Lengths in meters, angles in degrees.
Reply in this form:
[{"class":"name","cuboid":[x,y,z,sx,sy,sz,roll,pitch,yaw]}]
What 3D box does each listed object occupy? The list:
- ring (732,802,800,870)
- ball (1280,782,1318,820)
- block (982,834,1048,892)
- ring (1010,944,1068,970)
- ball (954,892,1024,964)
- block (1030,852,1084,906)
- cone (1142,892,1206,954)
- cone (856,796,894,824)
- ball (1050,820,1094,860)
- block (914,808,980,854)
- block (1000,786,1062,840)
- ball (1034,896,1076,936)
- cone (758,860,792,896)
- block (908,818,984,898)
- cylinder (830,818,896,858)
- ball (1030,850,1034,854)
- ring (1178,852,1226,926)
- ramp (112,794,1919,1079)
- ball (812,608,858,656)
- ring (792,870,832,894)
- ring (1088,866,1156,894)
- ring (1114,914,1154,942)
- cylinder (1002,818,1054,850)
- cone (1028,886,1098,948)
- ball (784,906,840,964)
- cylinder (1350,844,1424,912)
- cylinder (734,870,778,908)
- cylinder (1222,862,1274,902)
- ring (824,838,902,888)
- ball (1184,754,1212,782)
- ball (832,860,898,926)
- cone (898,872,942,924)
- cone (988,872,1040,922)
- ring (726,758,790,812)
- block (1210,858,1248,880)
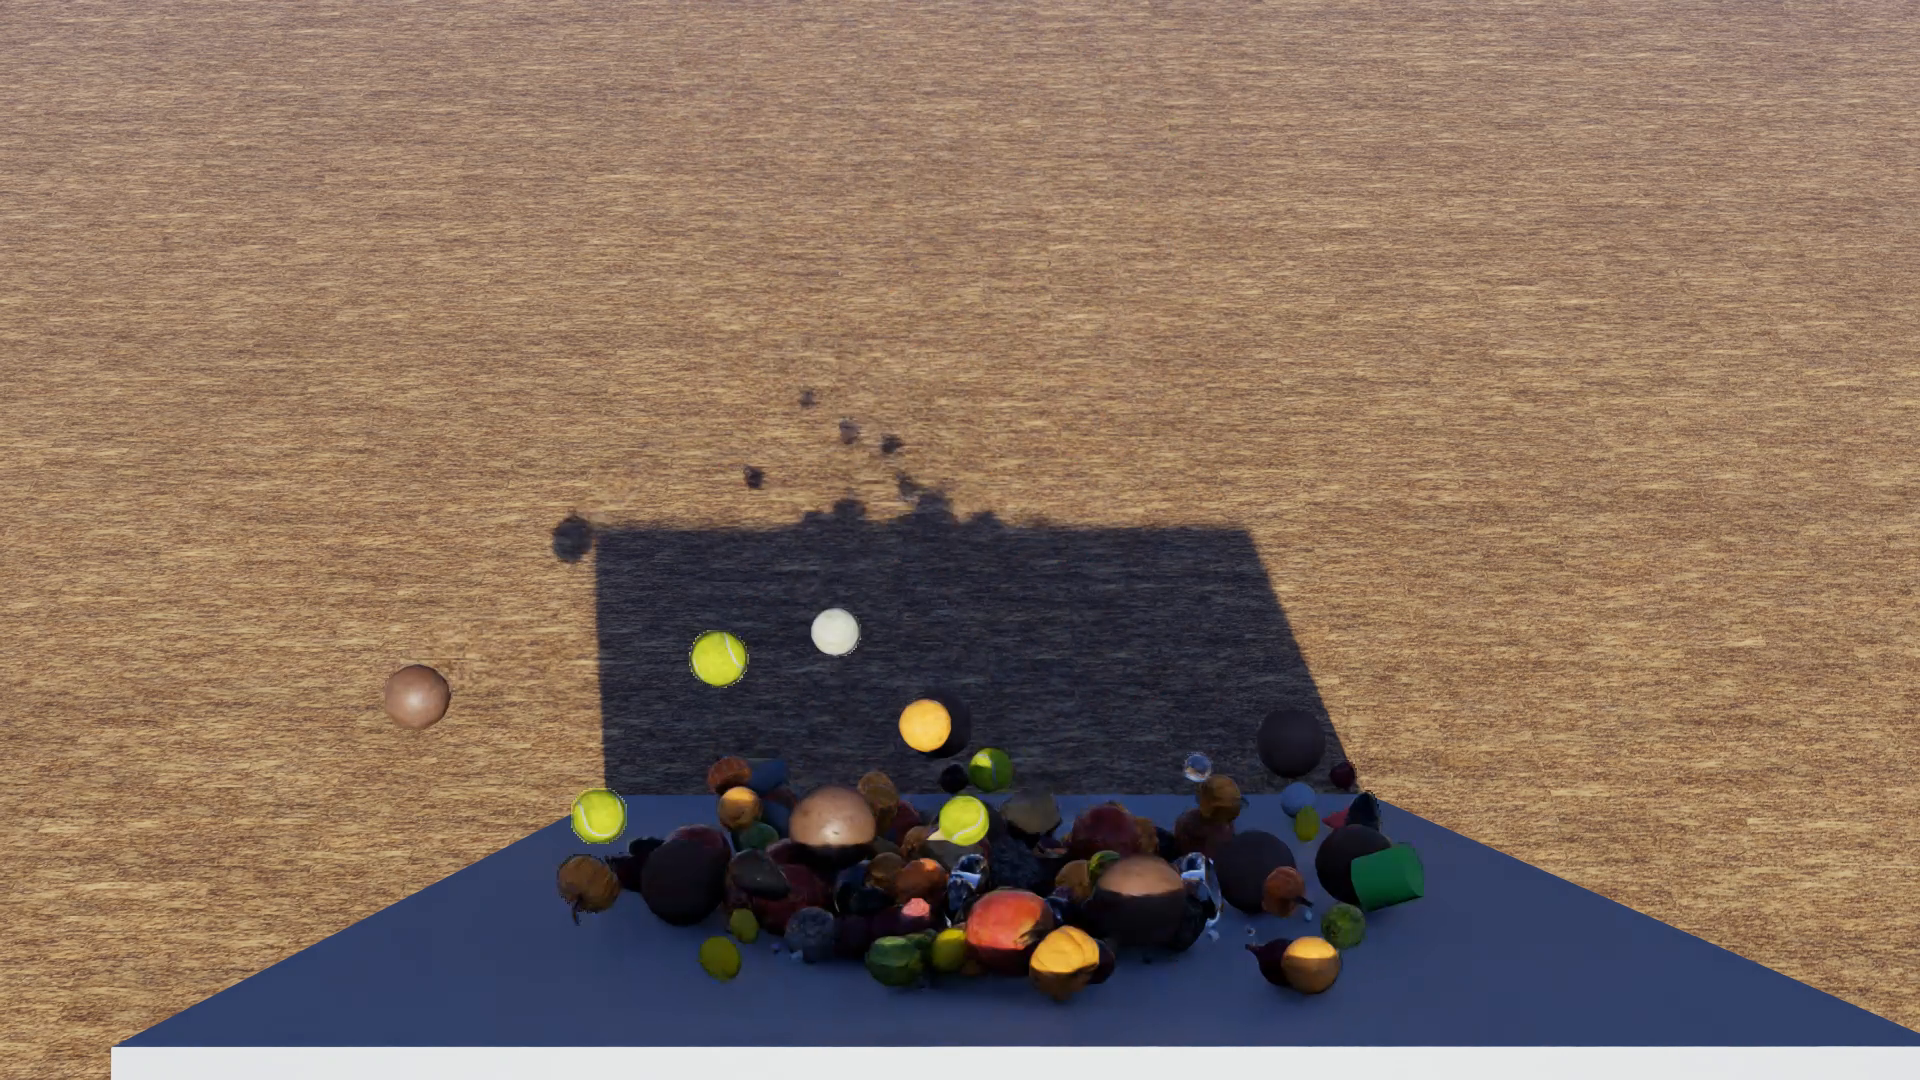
[{"class":"ring","cuboid":[-0.318,0.485,4.255,0.115,0.115,0.038,7,5,10]},{"class":"ball","cuboid":[0.784,0.603,6.012,0.085,0.085,0.085,0,35,0]},{"class":"block","cuboid":[0.066,0.521,4.050,0.088,0.088,0.088,55,17,12]},{"class":"ring","cuboid":[0.105,0.557,3.464,0.079,0.026,0.079,-5,-2,0]},{"class":"ball","cuboid":[0.038,0.514,3.442,0.093,0.093,0.093,0,35,0]},{"class":"block","cuboid":[0.143,0.552,4.210,0.080,0.080,0.080,1,-2,-34]},{"class":"cone","cuboid":[0.304,0.552,3.614,0.090,0.090,0.090,-2,22,-2]},{"class":"cone","cuboid":[-0.173,0.601,5.547,0.087,0.087,0.087,-8,16,-11]},{"class":"ball","cuboid":[0.213,0.573,4.938,0.081,0.081,0.081,0,35,0]},{"class":"block","cuboid":[-0.024,0.571,5.038,0.091,0.091,0.091,-2,-2,45]},{"class":"block","cuboid":[0.101,0.387,3.675,0.052,0.052,0.052,-15,12,39]},{"class":"ball","cuboid":[0.132,0.523,3.614,0.056,0.056,0.056,0,35,0]},{"class":"cone","cuboid":[-0.302,0.543,4.072,0.058,0.058,0.058,19,41,-17]},{"class":"block","cuboid":[-0.021,0.466,3.801,0.068,0.068,0.068,44,46,12]},{"class":"cylinder","cuboid":[-0.177,0.554,4.718,0.092,0.092,0.092,10,31,-20]},{"class":"ball","cuboid":[0.096,0.560,4.436,0.078,0.078,0.078,0,35,0]},{"class":"ring","cuboid":[0.357,0.516,3.844,0.037,0.111,0.111,-21,26,27]},{"class":"ramp","cuboid":[0.077,0.661,4.822,2.000,0.100,4.000,0,-2,0]},{"class":"ball","cuboid":[-0.198,0.145,4.125,0.076,0.076,0.076,0,35,0]},{"class":"ring","cuboid":[-0.234,0.581,4.421,0.103,0.034,0.103,3,-4,0]},{"class":"ring","cuboid":[0.278,0.580,4.440,0.117,0.039,0.117,1,-1,0]},{"class":"ring","cuboid":[0.258,0.559,3.735,0.075,0.075,0.025,17,82,23]},{"class":"cylinder","cuboid":[0.127,0.528,4.844,0.069,0.069,0.069,-31,69,-37]},{"class":"cone","cuboid":[0.162,0.557,3.698,0.092,0.092,0.092,31,45,33]},{"class":"ball","cuboid":[-0.200,0.533,3.508,0.077,0.077,0.077,0,35,0]},{"class":"cylinder","cuboid":[0.668,0.528,4.063,0.086,0.086,0.086,-21,27,25]},{"class":"cylinder","cuboid":[-0.324,0.554,4.138,0.052,0.052,0.052,-22,19,38]},{"class":"cylinder","cuboid":[0.474,0.565,4.284,0.060,0.060,0.060,-28,15,-34]},{"class":"ring","cuboid":[-0.154,0.520,4.138,0.130,0.043,0.130,-15,20,6]},{"class":"ball","cuboid":[0.468,0.450,5.112,0.055,0.055,0.055,0,35,0]},{"class":"ball","cuboid":[-0.144,0.534,3.936,0.100,0.100,0.100,0,35,0]},{"class":"cone","cuboid":[-0.049,0.565,3.982,0.089,0.089,0.089,-2,27,-4]},{"class":"cone","cuboid":[0.054,0.533,3.669,0.091,0.091,0.091,35,10,-7]},{"class":"ring","cuboid":[-0.378,0.458,4.860,0.139,0.139,0.046,-34,85,-39]},{"class":"block","cuboid":[0.455,0.570,4.404,0.056,0.056,0.056,0,-2,-6]}]
